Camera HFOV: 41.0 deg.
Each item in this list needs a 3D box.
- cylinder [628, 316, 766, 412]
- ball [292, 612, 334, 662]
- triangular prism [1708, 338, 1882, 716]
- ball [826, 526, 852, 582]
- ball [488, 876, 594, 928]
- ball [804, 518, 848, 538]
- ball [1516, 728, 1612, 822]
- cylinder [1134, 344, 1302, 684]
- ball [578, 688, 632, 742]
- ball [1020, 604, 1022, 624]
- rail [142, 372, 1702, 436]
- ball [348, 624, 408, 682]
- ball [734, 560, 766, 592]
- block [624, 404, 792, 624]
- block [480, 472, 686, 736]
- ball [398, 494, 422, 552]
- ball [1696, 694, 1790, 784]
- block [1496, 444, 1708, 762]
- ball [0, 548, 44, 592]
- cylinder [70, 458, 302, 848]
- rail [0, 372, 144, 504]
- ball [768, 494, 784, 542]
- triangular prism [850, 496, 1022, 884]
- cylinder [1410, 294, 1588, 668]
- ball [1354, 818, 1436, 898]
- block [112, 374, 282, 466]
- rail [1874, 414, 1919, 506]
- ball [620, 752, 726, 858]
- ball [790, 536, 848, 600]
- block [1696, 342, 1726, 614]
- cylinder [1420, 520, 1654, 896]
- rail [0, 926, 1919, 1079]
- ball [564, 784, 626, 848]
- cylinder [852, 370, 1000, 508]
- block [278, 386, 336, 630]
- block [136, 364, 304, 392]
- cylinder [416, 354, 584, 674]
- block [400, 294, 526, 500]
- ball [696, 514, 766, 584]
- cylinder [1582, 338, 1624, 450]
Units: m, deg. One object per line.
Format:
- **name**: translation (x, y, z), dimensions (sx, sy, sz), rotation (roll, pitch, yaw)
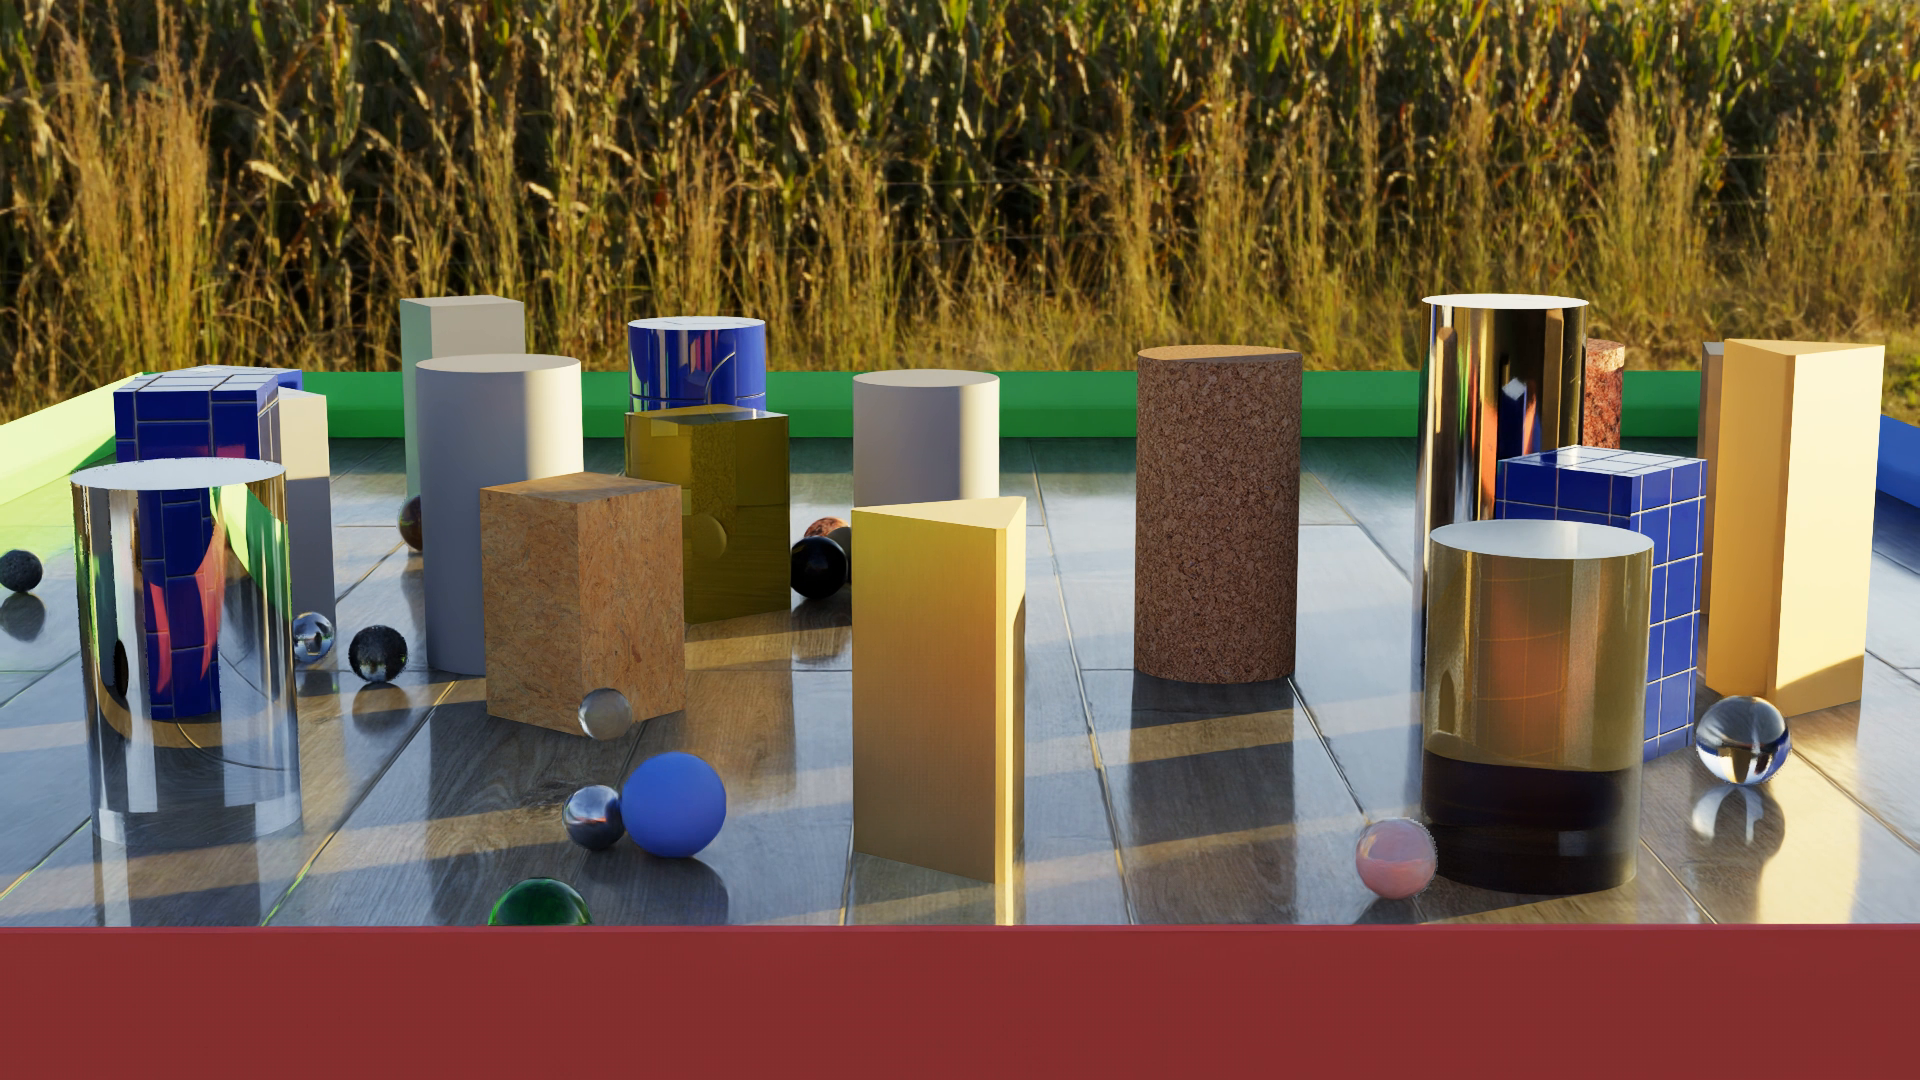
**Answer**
- **cylinder**: translation (-0.382, -0.139, 3.756), dimensions (0.199, 0.358, 0.199), rotation (0, 10, 0)
- **ball**: translation (-0.805, 0.119, 3.172), dimensions (0.062, 0.062, 0.062), rotation (0, 10, 0)
- **triangular prism**: translation (0.936, -0.020, 2.962), dimensions (0.172, 0.413, 0.149), rotation (-8, 13, -36)
- **ball**: translation (-0.159, 0.021, 3.655), dimensions (0.081, 0.081, 0.081), rotation (0, 10, 0)
- **ball**: translation (-0.337, 0.313, 2.061), dimensions (0.085, 0.085, 0.085), rotation (0, 10, 0)
- **ball**: translation (-0.189, 0.007, 3.729), dimensions (0.080, 0.080, 0.080), rotation (0, 10, 0)
- **ball**: translation (0.589, 0.229, 2.498), dimensions (0.091, 0.091, 0.091), rotation (0, 10, 0)
- **cylinder**: translation (0.313, -0.036, 3.124), dimensions (0.199, 0.384, 0.199), rotation (0, 10, 0)
- **ball**: translation (-0.387, 0.190, 2.800), dimensions (0.058, 0.058, 0.058), rotation (0, 10, 0)
- **ball**: translation (0.042, 0.094, 3.274), dimensions (0.076, 0.076, 0.076), rotation (0, 10, 0)
- **rail**: translation (-0.009, -0.265, 5.061), dimensions (3.213, 0.129, 0.045), rotation (0, 10, 0)
- **ball**: translation (-0.695, 0.136, 3.063), dimensions (0.069, 0.069, 0.069), rotation (0, 10, 0)
- **ball**: translation (-0.294, 0.051, 3.592), dimensions (0.045, 0.045, 0.045), rotation (0, 10, 0)
- **block**: translation (-0.341, -0.039, 3.471), dimensions (0.159, 0.265, 0.159), rotation (-9, 14, -39)
- **block**: translation (-0.426, 0.068, 2.906), dimensions (0.159, 0.260, 0.159), rotation (8, 13, 38)
- **ball**: translation (-0.802, -0.026, 3.878), dimensions (0.092, 0.092, 0.092), rotation (0, 10, 0)
- **ball**: translation (0.802, 0.204, 2.629), dimensions (0.093, 0.093, 0.093), rotation (0, 10, 0)
- **block**: translation (0.684, 0.069, 2.757), dimensions (0.159, 0.313, 0.159), rotation (10, 14, 43)
- **ball**: translation (-1.314, 0.043, 3.589), dimensions (0.062, 0.062, 0.062), rotation (0, 10, 0)
- **cylinder**: translation (-0.748, 0.104, 2.486), dimensions (0.199, 0.342, 0.199), rotation (0, 10, 0)
- **rail**: translation (-1.583, 0.035, 3.440), dimensions (0.045, 0.129, 3.326), rotation (0, 10, 0)
- **ball**: translation (-0.309, -0.033, 3.950), dimensions (0.079, 0.079, 0.079), rotation (0, 10, 0)
- **triangular prism**: translation (0.013, 0.130, 2.393), dimensions (0.172, 0.325, 0.149), rotation (8, 13, 36)
- **cylinder**: translation (0.660, -0.071, 3.147), dimensions (0.199, 0.445, 0.199), rotation (0, 10, 0)
- **ball**: translation (0.385, 0.282, 2.270), dimensions (0.071, 0.071, 0.071), rotation (0, 10, 0)
- **block**: translation (-0.888, -0.005, 3.021), dimensions (0.159, 0.362, 0.159), rotation (-1, 11, -6)
- **rail**: translation (1.583, 0.032, 3.458), dimensions (0.045, 0.129, 3.326), rotation (0, 10, 0)
- **ball**: translation (-0.266, 0.246, 2.386), dimensions (0.099, 0.099, 0.099), rotation (0, 10, 0)
- **ball**: translation (-0.198, 0.038, 3.542), dimensions (0.088, 0.088, 0.088), rotation (0, 10, 0)
- **block**: translation (1.085, -0.084, 3.479), dimensions (0.159, 0.350, 0.159), rotation (2, 11, 13)
- **cylinder**: translation (0.526, 0.148, 2.351), dimensions (0.199, 0.304, 0.199), rotation (0, 10, 0)
- **rail**: translation (0.009, 0.331, 1.837), dimensions (3.213, 0.129, 0.045), rotation (0, 10, 0)
- **ball**: translation (-0.342, 0.260, 2.415), dimensions (0.061, 0.061, 0.061), rotation (0, 10, 0)
- **cylinder**: translation (-0.046, -0.068, 3.506), dimensions (0.199, 0.309, 0.199), rotation (0, 10, 0)
- **block**: translation (-0.928, -0.036, 3.336), dimensions (0.159, 0.308, 0.159), rotation (-9, 14, -41)
- **block**: translation (-1.024, -0.080, 3.574), dimensions (0.159, 0.307, 0.159), rotation (4, 11, 21)
- **cylinder**: translation (-0.564, -0.036, 3.168), dimensions (0.199, 0.368, 0.199), rotation (0, 10, 0)
- **block**: translation (-0.826, -0.228, 4.278), dimensions (0.159, 0.343, 0.159), rotation (-6, 12, -29)
- **ball**: translation (-0.326, 0.013, 3.644), dimensions (0.099, 0.099, 0.099), rotation (0, 10, 0)
- **cylinder**: translation (0.790, -0.087, 3.475), dimensions (0.199, 0.358, 0.199), rotation (0, 10, 0)
